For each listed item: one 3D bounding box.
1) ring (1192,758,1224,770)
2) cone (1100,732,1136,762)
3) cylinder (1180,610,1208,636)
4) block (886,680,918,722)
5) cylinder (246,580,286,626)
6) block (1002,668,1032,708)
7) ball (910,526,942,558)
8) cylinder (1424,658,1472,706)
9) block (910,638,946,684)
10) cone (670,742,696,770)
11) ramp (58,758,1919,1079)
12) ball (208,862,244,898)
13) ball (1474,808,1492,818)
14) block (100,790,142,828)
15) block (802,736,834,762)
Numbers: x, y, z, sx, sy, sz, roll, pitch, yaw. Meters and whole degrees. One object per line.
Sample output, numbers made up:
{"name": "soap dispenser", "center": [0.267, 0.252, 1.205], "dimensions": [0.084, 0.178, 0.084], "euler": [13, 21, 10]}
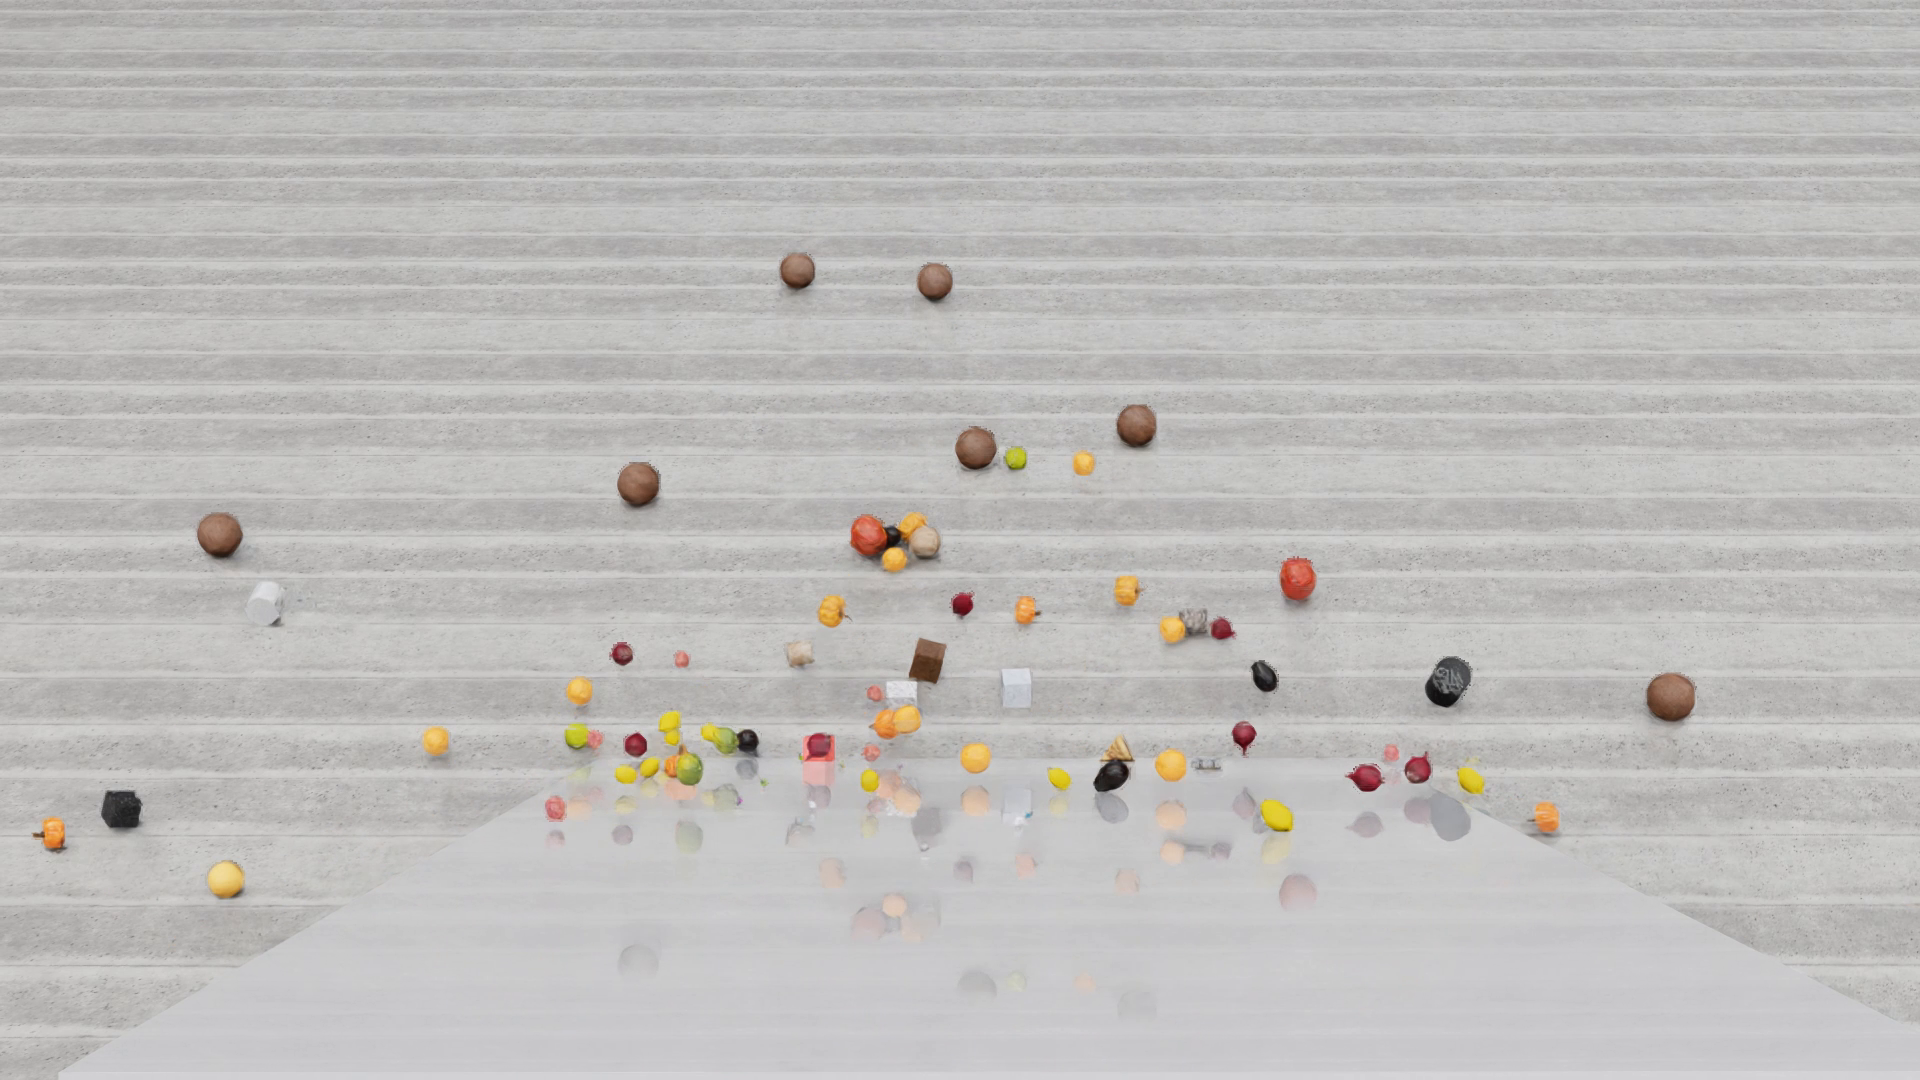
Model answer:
{"name": "ring", "center": [0.606, 0.548, 6.346], "dimensions": [0.080, 0.027, 0.080], "euler": [0, -2, 0]}
{"name": "cone", "center": [0.390, 0.543, 6.584], "dimensions": [0.085, 0.085, 0.085], "euler": [-27, 31, 5]}
{"name": "cylinder", "center": [0.661, 0.233, 7.331], "dimensions": [0.070, 0.070, 0.070], "euler": [-3, 31, -5]}
{"name": "block", "center": [-0.156, 0.435, 6.979], "dimensions": [0.080, 0.080, 0.080], "euler": [-1, 31, -1]}
{"name": "cylinder", "center": [-1.983, 0.180, 7.393], "dimensions": [0.092, 0.092, 0.092], "euler": [0, 32, 0]}
{"name": "block", "center": [0.154, 0.403, 7.039], "dimensions": [0.075, 0.075, 0.075], "euler": [-2, 30, -3]}
{"name": "ball", "center": [-0.103, 0.006, 7.690], "dimensions": [0.096, 0.096, 0.096], "euler": [0, 31, 0]}
{"name": "cylinder", "center": [1.314, 0.383, 6.975], "dimensions": [0.097, 0.097, 0.097], "euler": [6, 56, -9]}
{"name": "block", "center": [-0.089, 0.332, 7.137], "dimensions": [0.080, 0.080, 0.080], "euler": [15, 31, -1]}
{"name": "cone", "center": [-0.679, 0.528, 6.346], "dimensions": [0.068, 0.068, 0.068], "euler": [0, 0, 0]}
{"name": "ramp", "center": [0.068, 0.606, 4.672], "dimensions": [2.000, 0.100, 4.000], "euler": [0, 0, 0]}
{"name": "ball", "center": [-1.789, 0.828, 6.307], "dimensions": [0.086, 0.086, 0.086], "euler": [0, 31, 0]}
{"name": "ball", "center": [1.233, 0.666, 6.146], "dimensions": [0.062, 0.062, 0.062], "euler": [0, 31, 0]}
{"name": "block", "center": [-2.115, 0.680, 6.529], "dimensions": [0.069, 0.069, 0.069], "euler": [6, 21, -40]}
{"name": "block", "center": [-0.361, 0.531, 6.595], "dimensions": [0.062, 0.062, 0.062], "euler": [0, 0, 20]}
